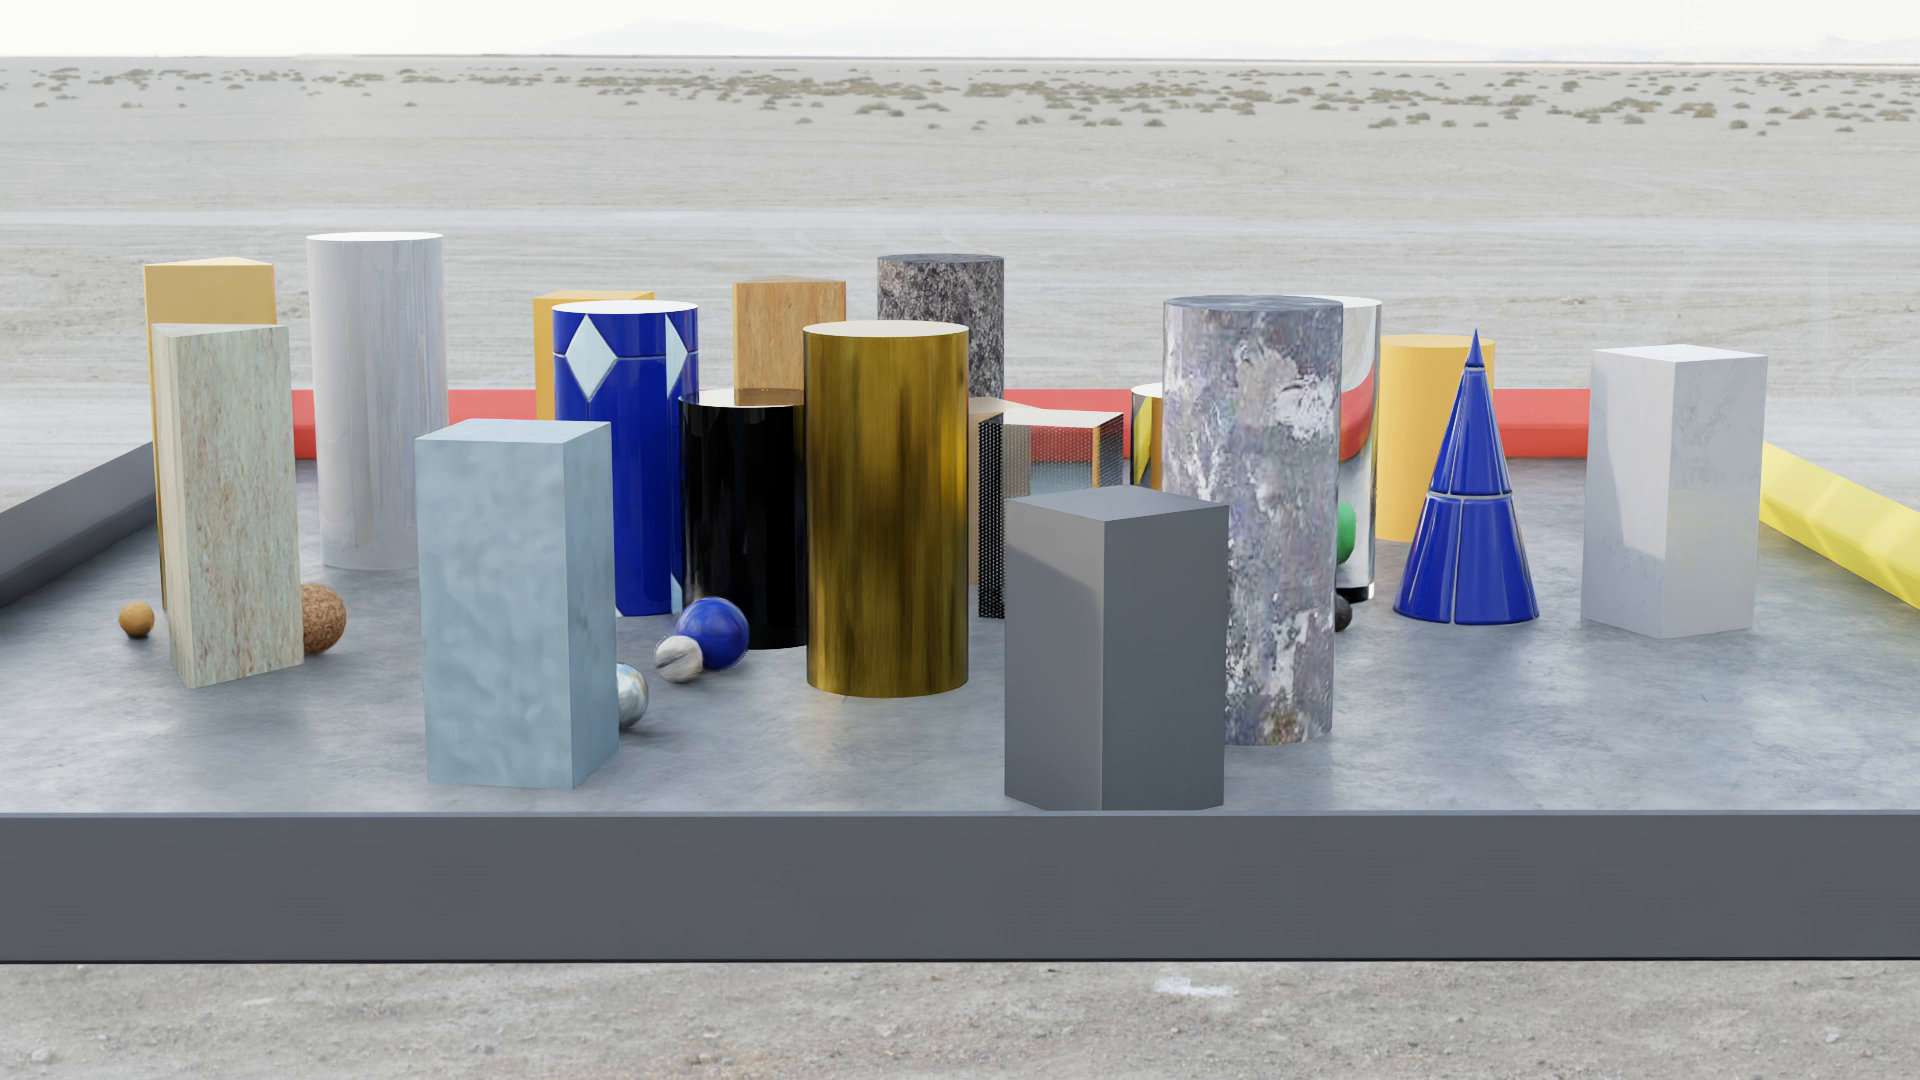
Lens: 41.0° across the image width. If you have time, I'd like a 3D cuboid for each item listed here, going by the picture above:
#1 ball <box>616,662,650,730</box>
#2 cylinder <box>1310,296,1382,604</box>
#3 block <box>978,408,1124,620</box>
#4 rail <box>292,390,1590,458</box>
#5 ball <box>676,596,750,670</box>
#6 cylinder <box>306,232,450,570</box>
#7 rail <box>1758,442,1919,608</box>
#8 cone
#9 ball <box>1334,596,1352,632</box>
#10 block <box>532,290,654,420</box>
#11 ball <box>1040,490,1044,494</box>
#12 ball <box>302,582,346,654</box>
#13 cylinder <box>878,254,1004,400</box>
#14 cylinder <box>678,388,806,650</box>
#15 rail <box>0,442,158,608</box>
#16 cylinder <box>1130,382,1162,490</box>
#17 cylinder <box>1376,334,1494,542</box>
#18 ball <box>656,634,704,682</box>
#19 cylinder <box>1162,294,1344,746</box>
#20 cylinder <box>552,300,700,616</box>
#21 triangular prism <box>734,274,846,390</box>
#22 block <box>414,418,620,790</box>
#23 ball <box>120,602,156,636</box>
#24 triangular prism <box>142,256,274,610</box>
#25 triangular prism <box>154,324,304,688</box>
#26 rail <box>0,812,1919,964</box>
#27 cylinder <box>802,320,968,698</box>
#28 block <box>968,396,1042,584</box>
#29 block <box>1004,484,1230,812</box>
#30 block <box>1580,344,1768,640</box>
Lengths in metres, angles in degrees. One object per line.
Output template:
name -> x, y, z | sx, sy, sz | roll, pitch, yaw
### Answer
ball -> -0.382, 0.173, 2.843 | 0.075, 0.075, 0.075 | 0, 11, 0
cylinder -> 0.479, -0.127, 3.546 | 0.195, 0.406, 0.195 | 0, 11, 0
block -> 0.123, -0.035, 3.446 | 0.156, 0.262, 0.156 | 3, 11, 18
rail -> -0.008, -0.215, 4.780 | 2.601, 0.126, 0.045 | 0, 11, 0
ball -> -0.301, 0.114, 3.119 | 0.089, 0.089, 0.089 | 0, 11, 0
cylinder -> -0.855, -0.209, 3.792 | 0.195, 0.478, 0.195 | 0, 11, 0
rail -> 1.277, 0.031, 3.456 | 0.045, 0.126, 2.755 | 0, 11, 0
cone -> 0.681, -0.093, 3.422 | 0.195, 0.385, 0.195 | 0, 11, 0
ball -> 0.484, 0.096, 3.327 | 0.049, 0.049, 0.049 | 0, 11, 0
block -> -0.584, -0.214, 4.135 | 0.156, 0.363, 0.156 | 1, 11, 8
ball -> 0.104, -0.038, 3.942 | 0.087, 0.087, 0.087 | 0, 11, 0
ball -> -0.812, 0.098, 3.205 | 0.089, 0.089, 0.089 | 0, 11, 0
cylinder -> -0.030, -0.218, 3.960 | 0.195, 0.434, 0.195 | 0, 11, 0
cylinder -> -0.261, -0.031, 3.298 | 0.195, 0.308, 0.195 | 0, 11, 0
rail -> -1.277, 0.034, 3.442 | 0.045, 0.126, 2.755 | 0, 11, 0
cylinder -> 0.313, -0.030, 3.261 | 0.195, 0.321, 0.195 | 0, 11, 0
cylinder -> 0.732, -0.161, 4.015 | 0.195, 0.303, 0.195 | 0, 11, 0
ball -> -0.334, 0.142, 3.057 | 0.057, 0.057, 0.057 | 0, 11, 0
cylinder -> 0.318, -0.026, 2.829 | 0.195, 0.471, 0.195 | 0, 11, 0
cylinder -> -0.450, -0.114, 3.482 | 0.195, 0.405, 0.195 | 0, 11, 0
triangular prism -> -0.268, -0.205, 3.981 | 0.169, 0.401, 0.146 | -2, 11, -8
block -> -0.457, 0.062, 2.665 | 0.156, 0.356, 0.156 | 2, 11, 10
ball -> -1.059, 0.102, 3.303 | 0.045, 0.045, 0.045 | 0, 11, 0
triangular prism -> -0.998, -0.148, 3.503 | 0.169, 0.464, 0.146 | -1, 11, -3
triangular prism -> -0.917, -0.050, 3.103 | 0.146, 0.416, 0.169 | 8, 13, 36
rail -> 0.008, 0.280, 2.118 | 2.601, 0.126, 0.045 | 0, 11, 0
cylinder -> -0.087, -0.041, 3.042 | 0.195, 0.421, 0.195 | 0, 11, 0
block -> 0.010, -0.072, 3.698 | 0.156, 0.244, 0.156 | -6, 12, -28
block -> 0.154, 0.112, 2.544 | 0.156, 0.303, 0.156 | -7, 13, -35
block -> 0.932, -0.067, 3.358 | 0.156, 0.357, 0.156 | -5, 12, -27
